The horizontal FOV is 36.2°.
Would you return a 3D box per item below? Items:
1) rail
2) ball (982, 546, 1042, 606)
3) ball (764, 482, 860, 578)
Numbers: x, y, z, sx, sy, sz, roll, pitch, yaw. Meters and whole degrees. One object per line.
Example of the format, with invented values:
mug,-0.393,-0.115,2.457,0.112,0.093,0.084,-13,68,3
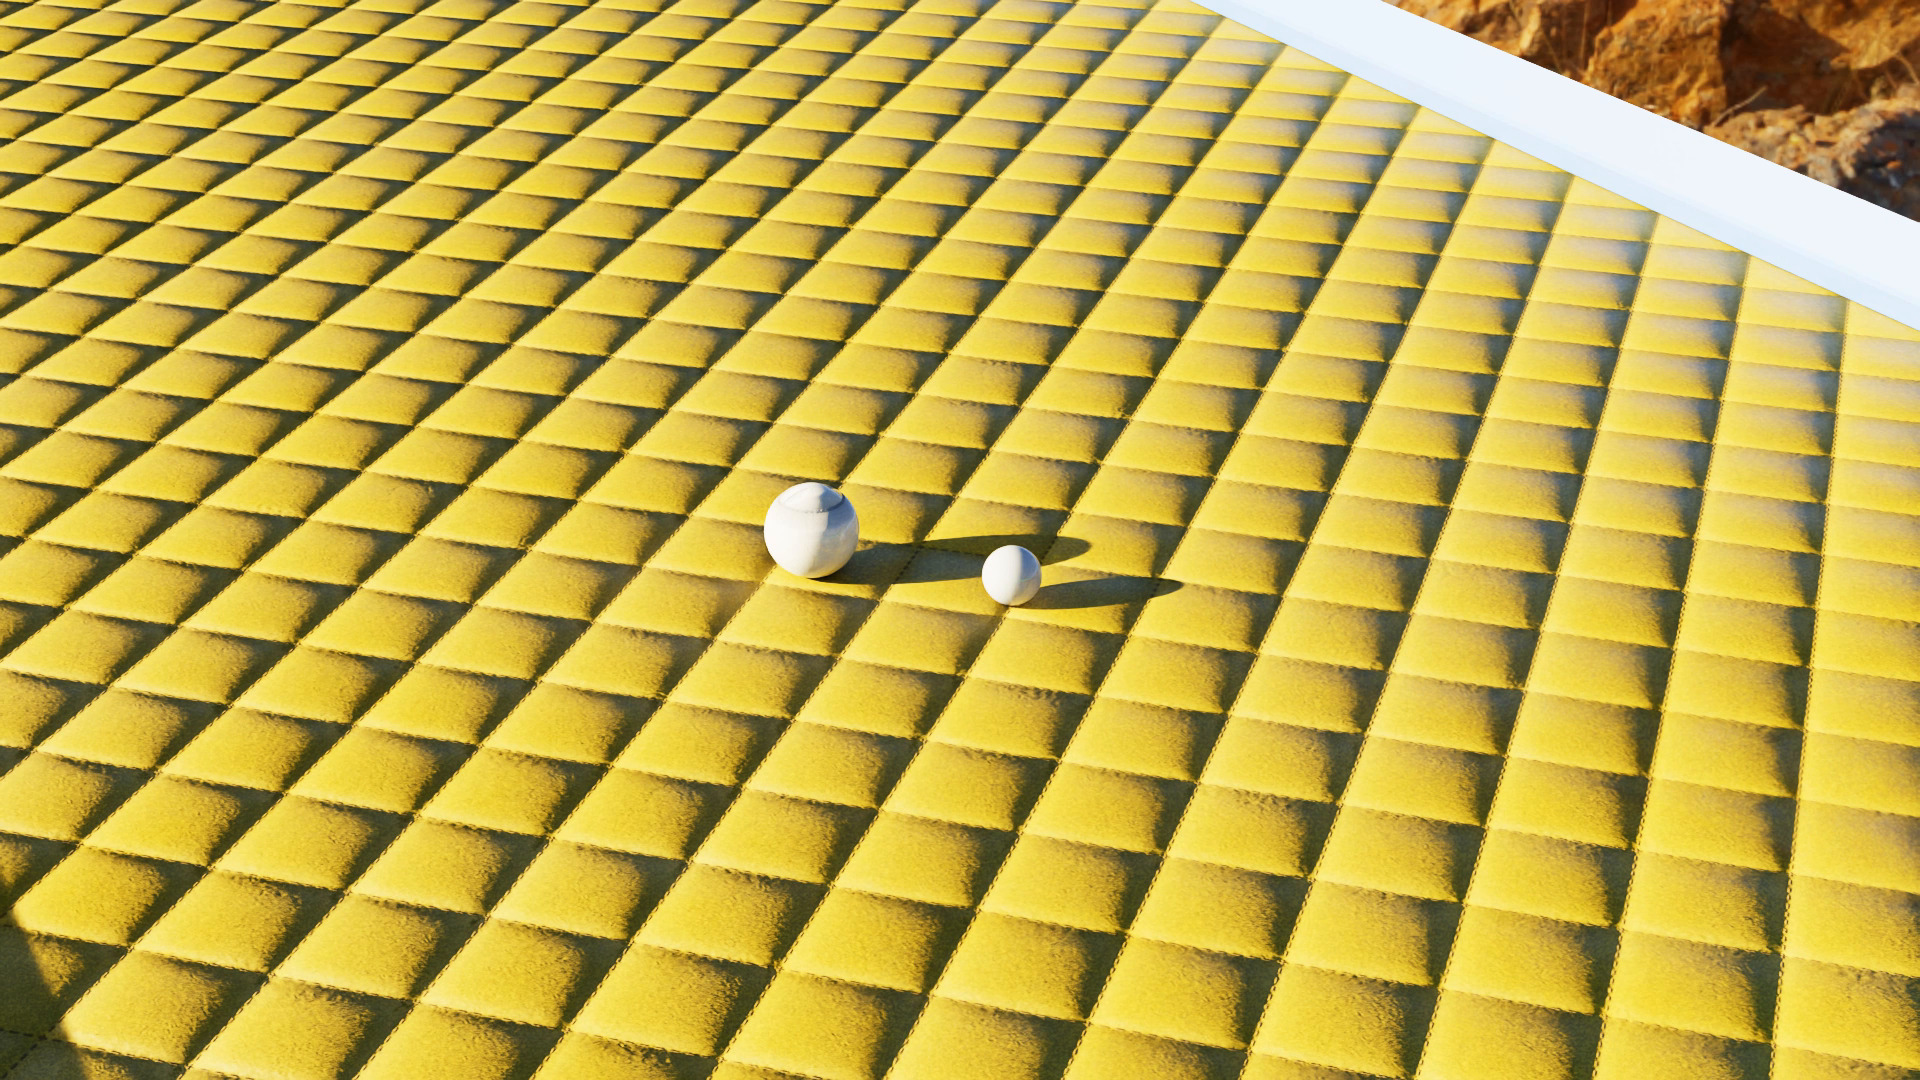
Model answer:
rail,0.399,-0.537,3.121,0.045,0.089,3.495,-13,29,-25
ball,0.036,0.024,2.021,0.042,0.042,0.042,0,26,0
ball,-0.103,-0.007,2.056,0.067,0.067,0.067,0,26,0
